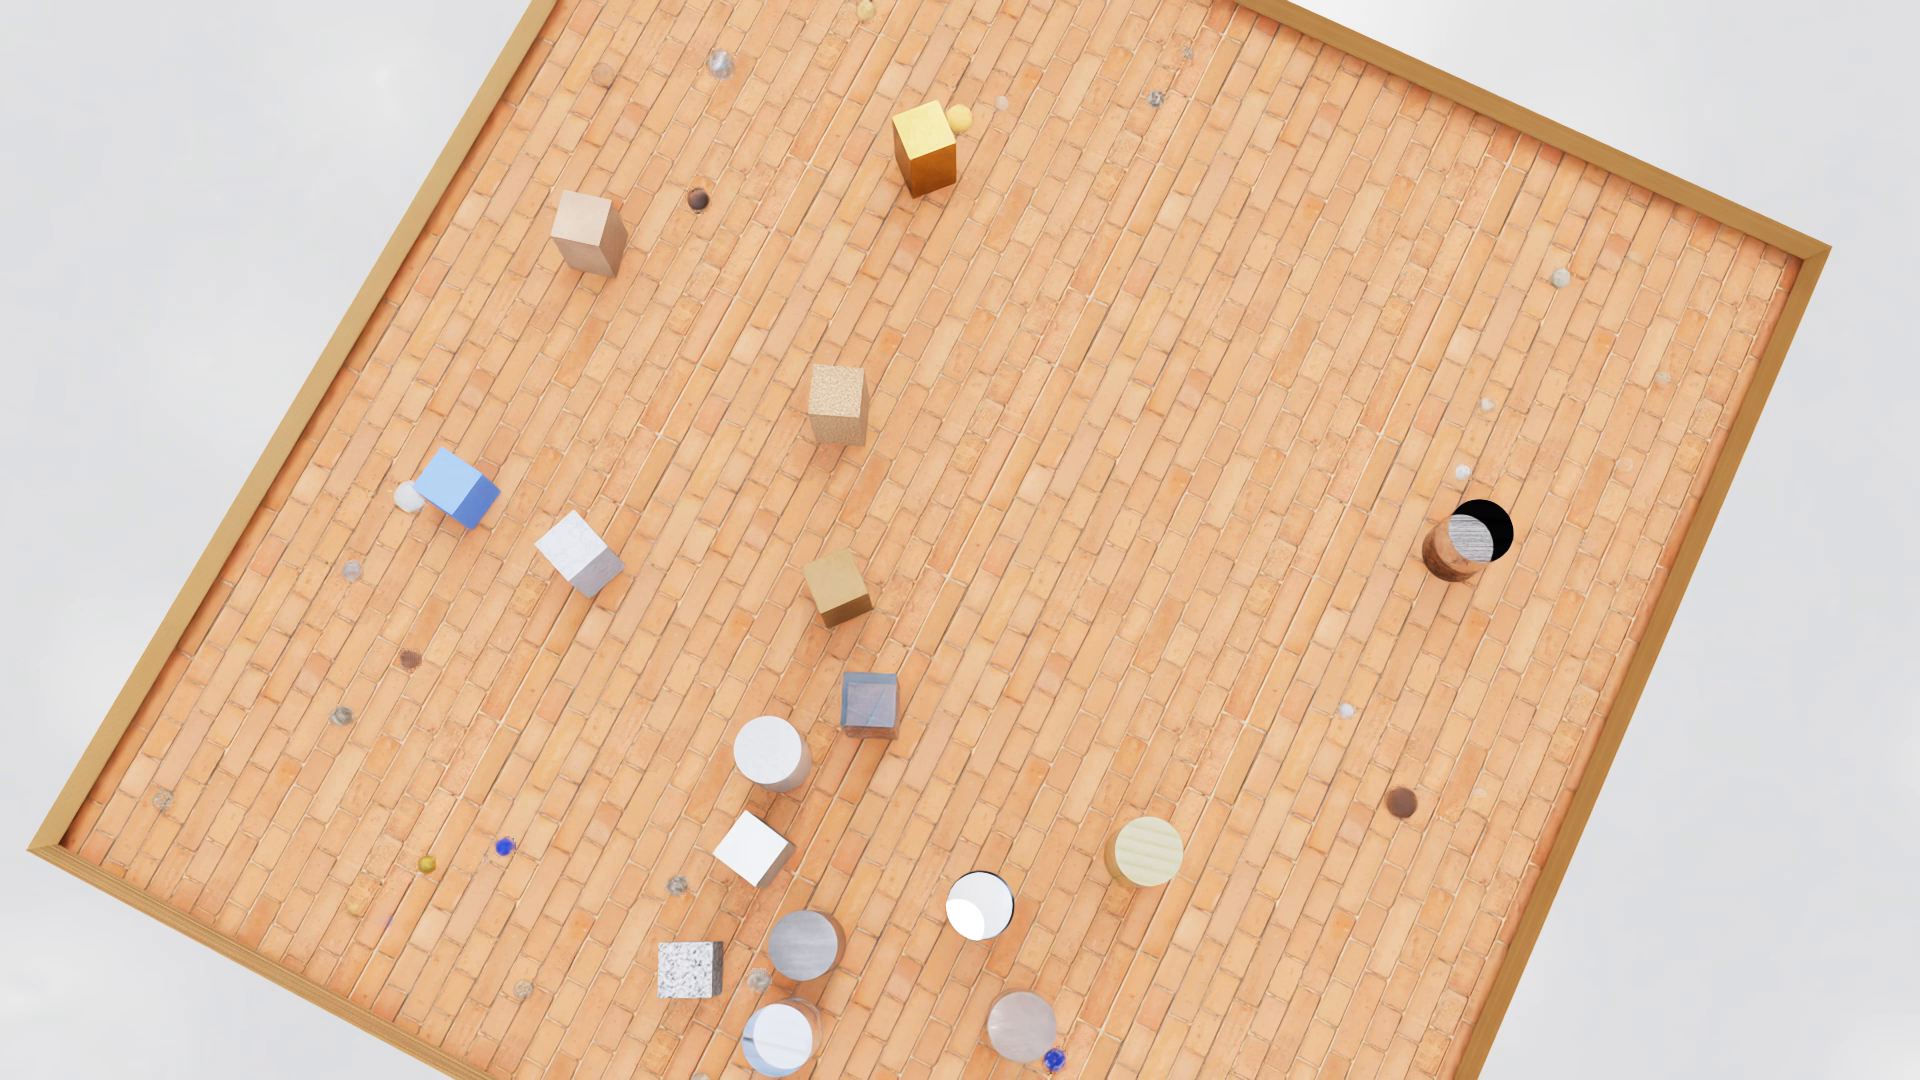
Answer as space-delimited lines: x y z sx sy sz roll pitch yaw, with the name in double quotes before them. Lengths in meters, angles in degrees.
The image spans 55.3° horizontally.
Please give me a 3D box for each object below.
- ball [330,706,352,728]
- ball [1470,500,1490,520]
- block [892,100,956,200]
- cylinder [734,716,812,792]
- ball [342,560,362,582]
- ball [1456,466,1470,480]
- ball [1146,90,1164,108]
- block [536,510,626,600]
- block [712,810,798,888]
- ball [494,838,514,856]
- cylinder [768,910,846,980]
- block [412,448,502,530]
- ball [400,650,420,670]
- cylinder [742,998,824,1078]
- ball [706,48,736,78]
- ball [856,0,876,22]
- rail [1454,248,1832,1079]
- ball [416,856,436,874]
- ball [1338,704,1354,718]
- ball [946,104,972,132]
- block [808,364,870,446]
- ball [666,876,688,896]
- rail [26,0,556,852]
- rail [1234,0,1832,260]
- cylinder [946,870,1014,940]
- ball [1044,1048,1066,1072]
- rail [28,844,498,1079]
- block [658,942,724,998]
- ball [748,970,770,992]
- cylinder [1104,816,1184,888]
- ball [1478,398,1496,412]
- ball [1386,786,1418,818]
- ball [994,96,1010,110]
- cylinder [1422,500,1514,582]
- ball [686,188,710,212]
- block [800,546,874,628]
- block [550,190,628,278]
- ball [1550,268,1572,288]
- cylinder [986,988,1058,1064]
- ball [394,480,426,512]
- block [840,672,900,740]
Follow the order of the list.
"ball" -1.849 0.527 5.475 0.064 0.064 0.064 0 78 0
"ball" 1.589 -0.092 5.606 0.058 0.058 0.058 0 78 0
"block" -0.109 -1.213 5.709 0.151 0.310 0.151 -21 79 -4
"cylinder" -0.537 0.623 5.297 0.189 0.372 0.189 0 78 0
"ball" -1.847 0.095 5.565 0.062 0.062 0.062 0 78 0
"ball" 1.546 -0.207 5.636 0.046 0.046 0.046 0 78 0
"ball" 0.628 -1.415 5.881 0.055 0.055 0.055 0 78 0
"block" -1.126 0.046 5.452 0.151 0.304 0.151 -42 81 -8
"block" -0.586 0.892 5.272 0.151 0.313 0.151 36 81 7
"ball" -1.344 0.906 5.402 0.053 0.053 0.053 0 78 0
"cylinder" -0.427 1.143 5.180 0.189 0.393 0.189 0 78 0
"block" -1.518 -0.152 5.532 0.151 0.228 0.151 33 80 6
"ball" -1.655 0.359 5.511 0.060 0.060 0.060 0 78 0
"cylinder" -0.487 1.379 5.100 0.189 0.453 0.189 0 78 0
"ball" -0.768 -1.530 5.886 0.092 0.092 0.092 0 78 0
"ball" -0.306 -1.715 5.938 0.065 0.065 0.065 0 78 0
"rail" 1.774 0.875 5.372 0.045 0.122 4.073 26 80 5
"ball" -1.568 0.956 5.390 0.056 0.056 0.056 0 78 0
"ball" 1.156 0.511 5.488 0.044 0.044 0.044 0 78 0
"ball" -0.003 -1.347 5.851 0.086 0.086 0.086 0 78 0
"block" -0.363 -0.403 5.530 0.151 0.333 0.151 5 78 1
"ball" -0.831 1.014 5.376 0.059 0.059 0.059 0 78 0
"rail" -1.774 -0.862 5.731 0.045 0.122 4.073 26 80 5
"rail" 0.900 -1.756 5.916 4.014 0.122 0.045 26 80 5
"cylinder" 0.057 1.042 5.222 0.189 0.349 0.189 0 78 0
"ball" 0.273 1.496 5.274 0.064 0.064 0.064 0 78 0
"rail" -0.900 1.769 5.187 4.014 0.122 0.045 26 80 5
"block" -0.769 1.227 5.242 0.151 0.237 0.151 -1 78 0
"ball" -0.585 1.279 5.320 0.062 0.062 0.062 0 78 0
"cylinder" 0.520 0.895 5.230 0.189 0.393 0.189 0 78 0
"ball" 1.633 -0.418 5.678 0.049 0.049 0.049 0 78 0
"ball" 1.305 0.775 5.408 0.094 0.094 0.094 0 78 0
"ball" 0.136 -1.403 5.882 0.048 0.048 0.048 0 78 0
"cylinder" 1.507 0.005 5.454 0.189 0.315 0.189 0 78 0
"ball" -0.829 -1.078 5.802 0.073 0.073 0.073 0 78 0
"block" -0.363 0.144 5.440 0.151 0.288 0.151 -23 79 -5
"block" -1.142 -0.943 5.666 0.151 0.285 0.151 13 79 3
"ball" 1.886 -0.823 5.755 0.062 0.062 0.062 0 78 0
"cylinder" 0.170 1.361 5.158 0.189 0.347 0.189 0 78 0
"ball" -1.678 -0.134 5.596 0.094 0.094 0.094 0 78 0
"block" -0.256 0.485 5.326 0.151 0.372 0.151 2 78 0
